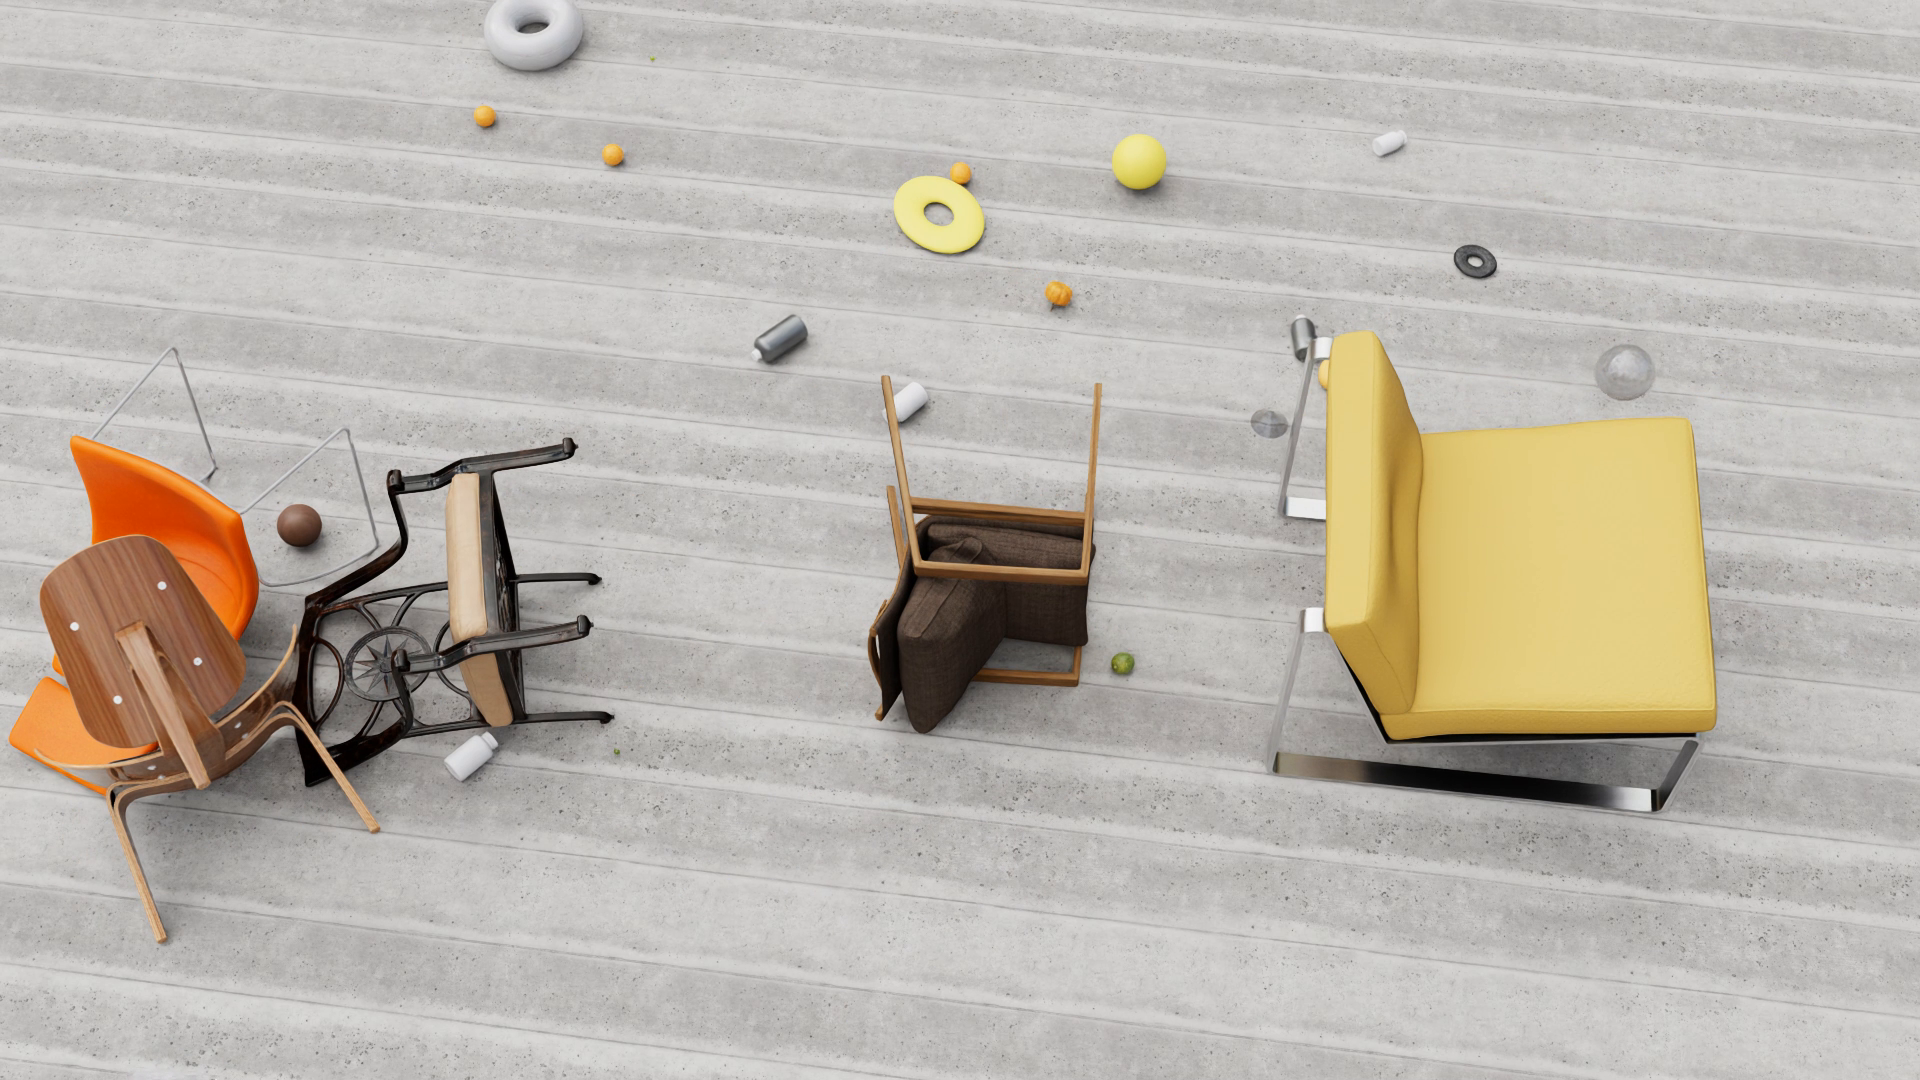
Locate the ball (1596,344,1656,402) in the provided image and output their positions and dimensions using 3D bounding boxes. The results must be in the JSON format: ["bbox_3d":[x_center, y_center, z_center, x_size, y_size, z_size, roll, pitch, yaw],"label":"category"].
[{"bbox_3d":[2.063,-0.519,6.816,0.177,0.177,0.177,0,56,0],"label":"ball"}]

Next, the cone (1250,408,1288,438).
[{"bbox_3d":[0.959,-0.380,6.789,0.116,0.066,0.120,-34,62,-21],"label":"cone"}]

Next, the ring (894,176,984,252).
[{"bbox_3d":[-0.070,-1.077,7.271,0.277,0.044,0.358,-27,61,-18],"label":"ring"}]

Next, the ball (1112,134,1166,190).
[{"bbox_3d":[0.595,-1.257,7.307,0.182,0.182,0.182,0,56,0],"label":"ball"}]

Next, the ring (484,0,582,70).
[{"bbox_3d":[-1.493,-1.790,7.696,0.345,0.135,0.348,-8,58,-4],"label":"ring"}]

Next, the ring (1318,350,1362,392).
[{"bbox_3d":[1.192,-0.531,6.895,0.122,0.060,0.162,37,65,23],"label":"ring"}]

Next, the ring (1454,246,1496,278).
[{"bbox_3d":[1.680,-0.909,7.171,0.132,0.022,0.147,-37,64,-21],"label":"ring"}]

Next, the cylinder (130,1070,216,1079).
[{"bbox_3d":[-2.001,1.403,5.572,0.192,0.091,0.123,4,25,3],"label":"cylinder"}]
